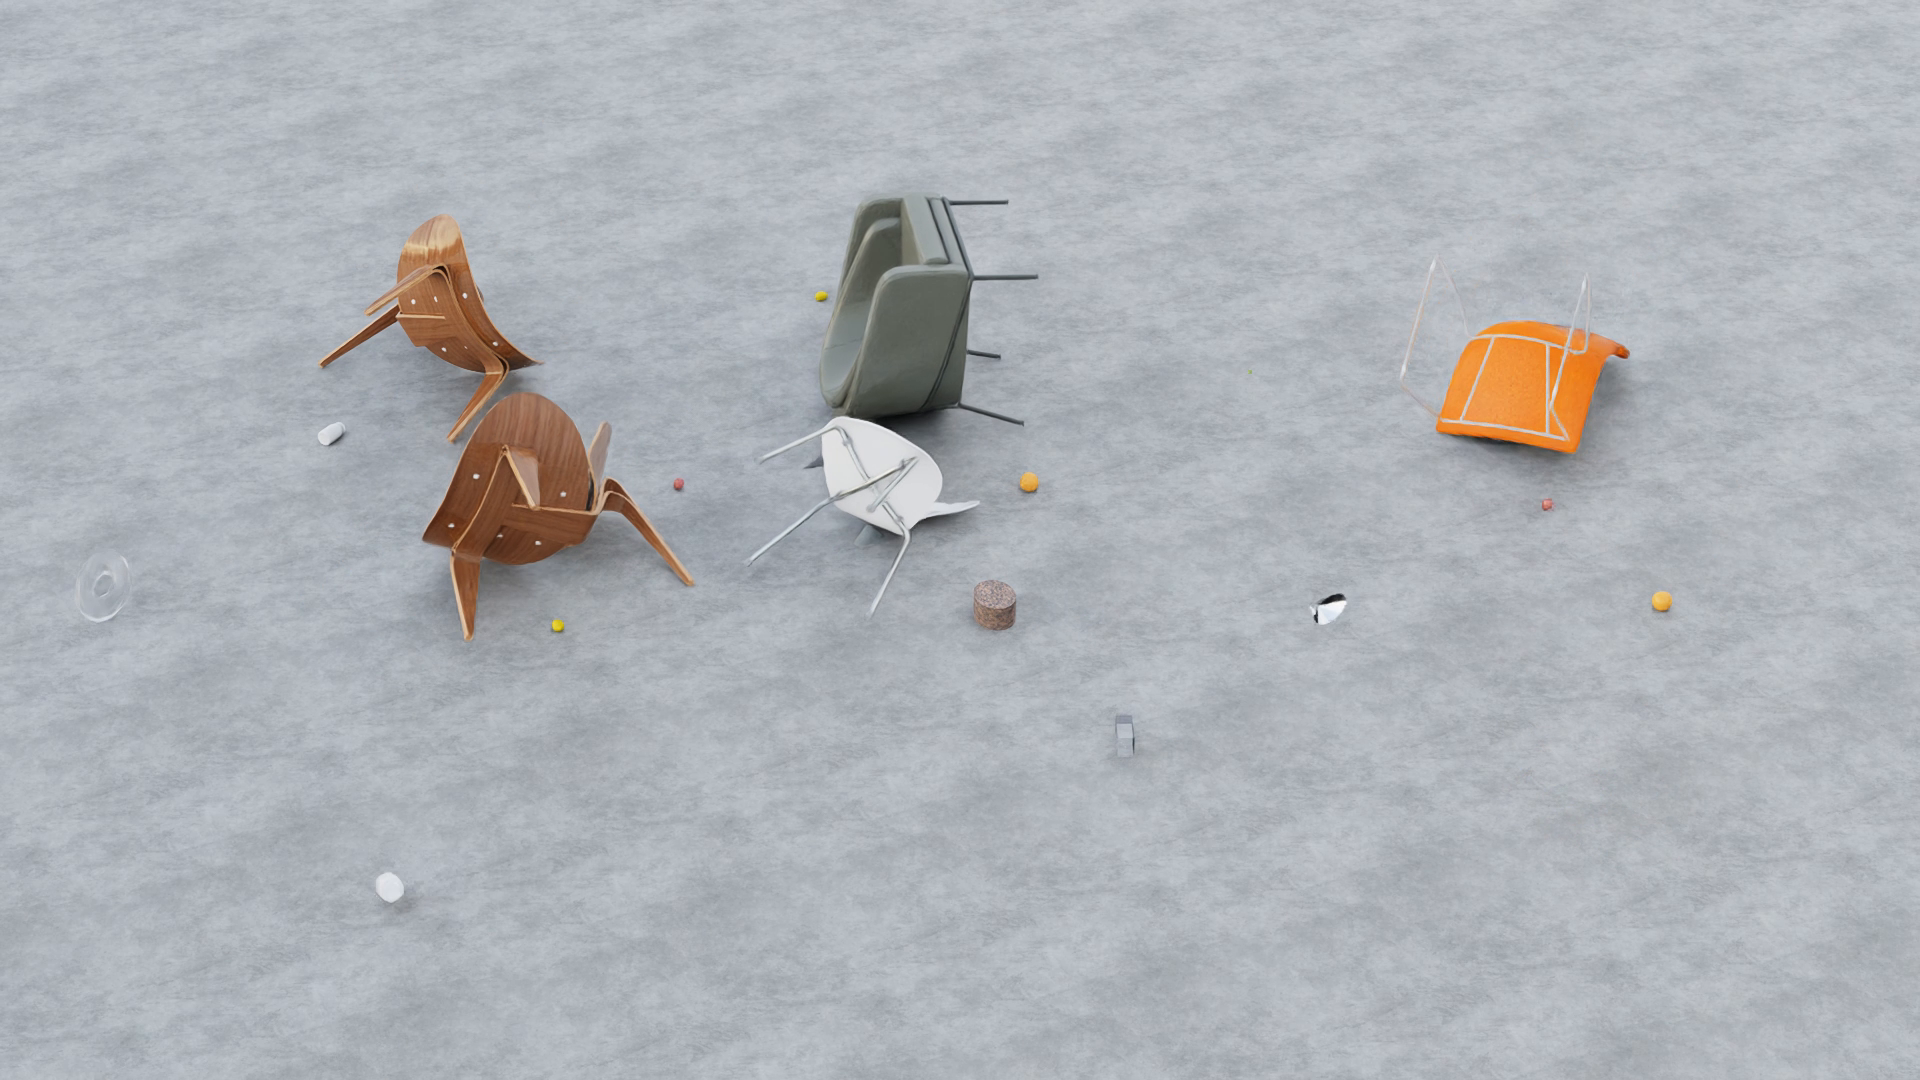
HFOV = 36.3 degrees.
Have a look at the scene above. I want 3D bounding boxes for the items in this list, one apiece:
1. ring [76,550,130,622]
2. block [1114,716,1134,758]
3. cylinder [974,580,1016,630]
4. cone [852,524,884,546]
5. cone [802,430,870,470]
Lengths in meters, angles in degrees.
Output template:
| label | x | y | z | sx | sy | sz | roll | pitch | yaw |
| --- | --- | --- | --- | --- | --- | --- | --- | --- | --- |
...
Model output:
| label | x | y | z | sx | sy | sz | roll | pitch | yaw |
| --- | --- | --- | --- | --- | --- | --- | --- | --- | --- |
| ring | -3.076 | 0.162 | 10.522 | 0.186 | 0.097 | 0.281 | 5 | 65 | 0 |
| block | 0.555 | 0.661 | 9.869 | 0.055 | 0.081 | 0.125 | -1 | 33 | -1 |
| cylinder | 0.124 | 0.233 | 10.504 | 0.148 | 0.094 | 0.186 | -11 | 35 | -17 |
| cone | -0.341 | -0.033 | 10.927 | 0.129 | 0.075 | 0.068 | -17 | 37 | -23 |
| cone | -0.495 | -0.324 | 11.386 | 0.264 | 0.104 | 0.124 | -23 | 77 | -12 |
